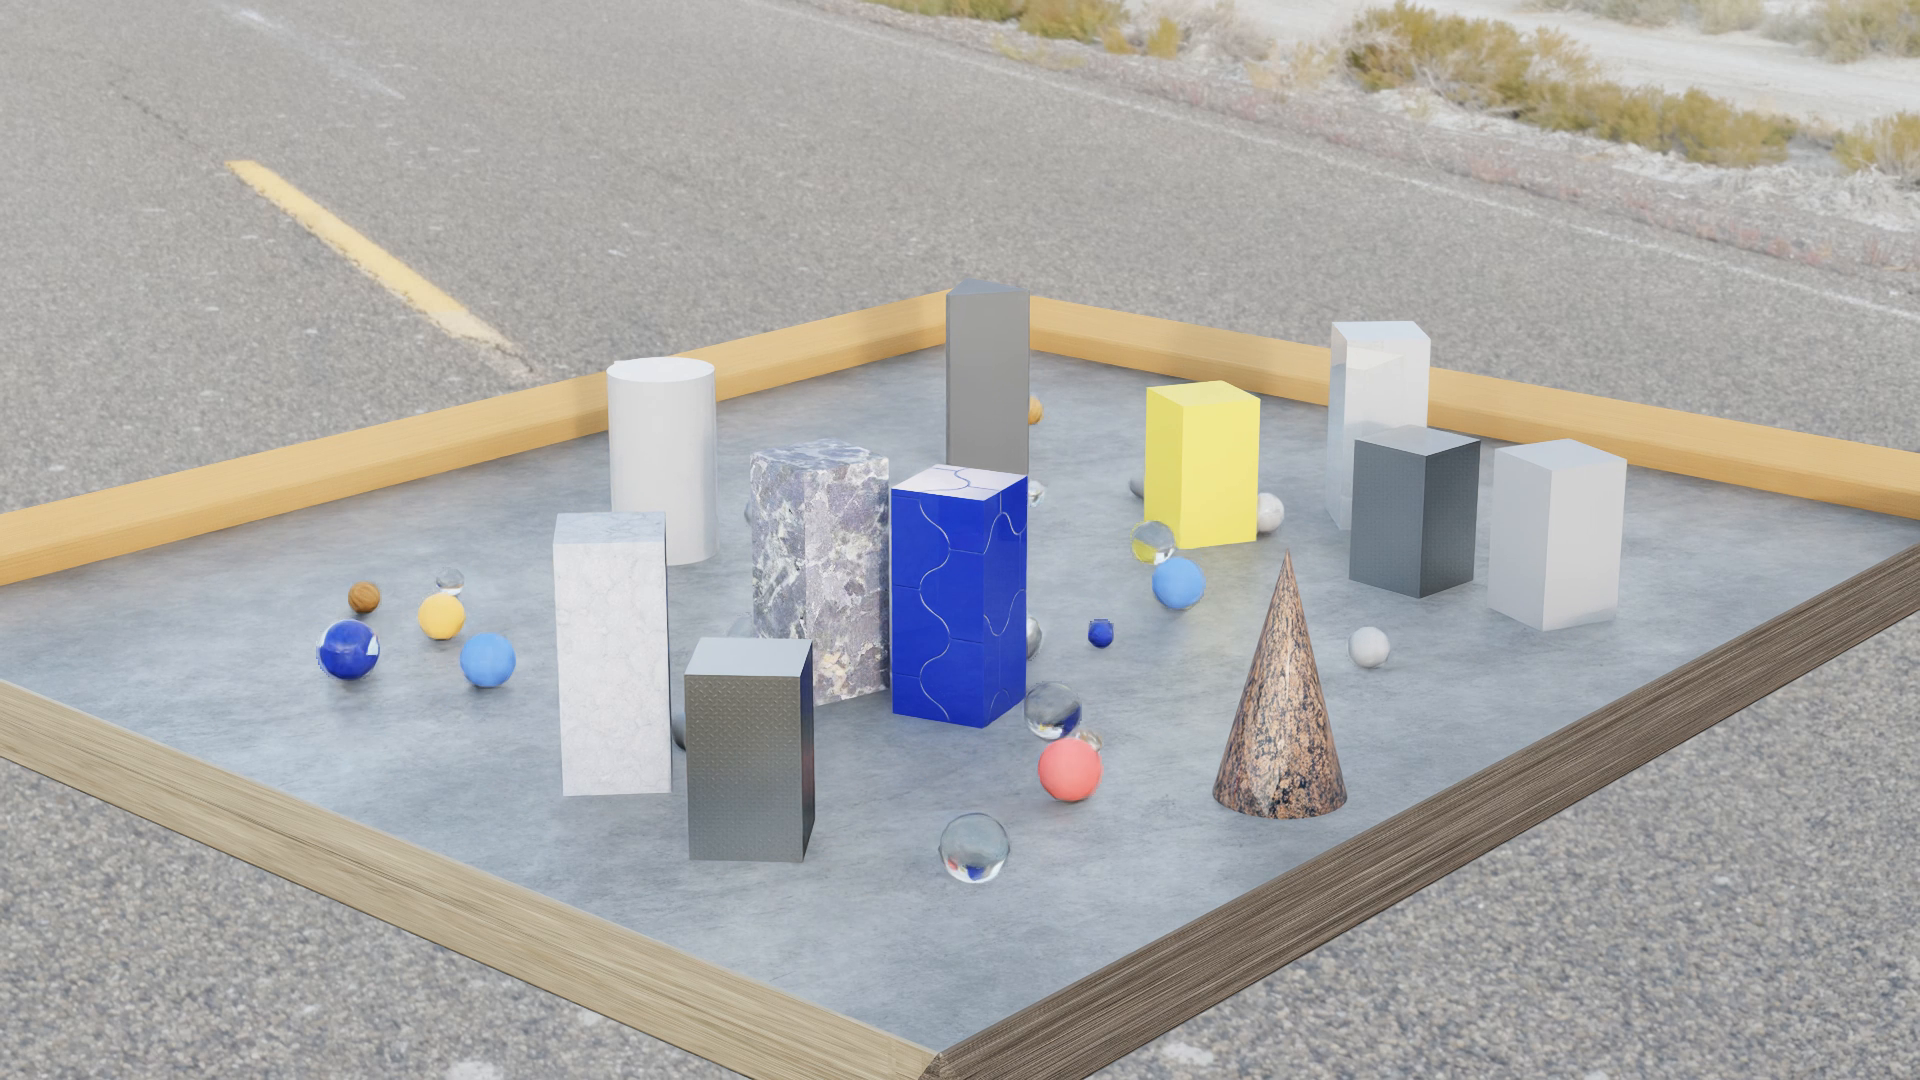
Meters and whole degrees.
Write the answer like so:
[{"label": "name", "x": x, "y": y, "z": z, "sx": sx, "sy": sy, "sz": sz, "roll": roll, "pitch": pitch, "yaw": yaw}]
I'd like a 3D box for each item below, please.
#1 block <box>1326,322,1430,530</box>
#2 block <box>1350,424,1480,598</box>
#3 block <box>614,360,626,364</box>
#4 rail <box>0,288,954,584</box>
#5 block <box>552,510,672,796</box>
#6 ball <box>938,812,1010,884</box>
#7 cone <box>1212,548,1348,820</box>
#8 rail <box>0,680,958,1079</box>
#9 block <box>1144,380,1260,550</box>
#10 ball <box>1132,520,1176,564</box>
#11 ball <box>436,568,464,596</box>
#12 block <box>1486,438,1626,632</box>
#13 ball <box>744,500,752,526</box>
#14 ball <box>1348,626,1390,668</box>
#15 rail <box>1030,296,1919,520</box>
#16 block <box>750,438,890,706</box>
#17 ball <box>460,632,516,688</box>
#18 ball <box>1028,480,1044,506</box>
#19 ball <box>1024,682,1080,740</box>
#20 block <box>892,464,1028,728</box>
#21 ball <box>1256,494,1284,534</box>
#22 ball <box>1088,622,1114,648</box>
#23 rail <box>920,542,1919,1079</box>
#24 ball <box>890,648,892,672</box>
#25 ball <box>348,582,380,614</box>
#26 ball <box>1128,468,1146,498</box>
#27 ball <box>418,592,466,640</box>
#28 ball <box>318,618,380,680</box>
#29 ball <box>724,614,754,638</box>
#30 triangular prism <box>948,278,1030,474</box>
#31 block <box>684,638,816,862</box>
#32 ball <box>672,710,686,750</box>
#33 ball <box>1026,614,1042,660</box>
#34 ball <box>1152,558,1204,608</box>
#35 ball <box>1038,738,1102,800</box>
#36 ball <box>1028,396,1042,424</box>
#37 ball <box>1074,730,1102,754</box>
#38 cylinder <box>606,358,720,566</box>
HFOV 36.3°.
[{"label": "block", "x": 0.787, "y": -0.217, "z": 5.537, "sx": 0.156, "sy": 0.364, "sz": 0.156, "roll": -1, "pitch": 17, "yaw": -3}, {"label": "block", "x": 0.802, "y": -0.053, "z": 5.176, "sx": 0.156, "sy": 0.258, "sz": 0.156, "roll": -15, "pitch": 23, "yaw": -42}, {"label": "block", "x": -0.591, "y": -0.212, "z": 5.720, "sx": 0.156, "sy": 0.249, "sz": 0.156, "roll": -2, "pitch": 17, "yaw": -7}, {"label": "rail", "x": -0.972, "y": -0.212, "z": 5.928, "sx": 0.045, "sy": 0.127, "sz": 3.085, "roll": 14, "pitch": 22, "yaw": 39}, {"label": "block", "x": -0.501, "y": 0.163, "z": 4.251, "sx": 0.156, "sy": 0.379, "sz": 0.156, "roll": -1, "pitch": 17, "yaw": -5}, {"label": "ball", "x": 0.019, "y": 0.412, "z": 3.919, "sx": 0.095, "sy": 0.095, "sz": 0.095, "roll": 0, "pitch": 17, "yaw": 0}, {"label": "cone", "x": 0.461, "y": 0.187, "z": 4.180, "sx": 0.195, "sy": 0.374, "sz": 0.195, "roll": 0, "pitch": 17, "yaw": 0}, {"label": "rail", "x": -0.996, "y": 0.363, "z": 4.022, "sx": 2.621, "sy": 0.127, "sz": 0.045, "roll": 14, "pitch": 22, "yaw": 39}, {"label": "block", "x": 0.448, "y": -0.141, "z": 5.447, "sx": 0.156, "sy": 0.271, "sz": 0.156, "roll": -7, "pitch": 18, "yaw": -21}, {"label": "ball", "x": 0.349, "y": 0.005, "z": 5.294, "sx": 0.080, "sy": 0.080, "sz": 0.080, "roll": 0, "pitch": 17, "yaw": 0}, {"label": "ball", "x": -0.890, "y": 0.073, "z": 5.121, "sx": 0.049, "sy": 0.049, "sz": 0.049, "roll": 0, "pitch": 17, "yaw": 0}, {"label": "block", "x": 1.015, "y": -0.010, "z": 4.995, "sx": 0.156, "sy": 0.282, "sz": 0.156, "roll": -8, "pitch": 19, "yaw": -25}, {"label": "ball", "x": -0.369, "y": -0.053, "z": 5.501, "sx": 0.071, "sy": 0.071, "sz": 0.071, "roll": 0, "pitch": 17, "yaw": 0}, {"label": "ball", "x": 0.663, "y": 0.174, "z": 4.755, "sx": 0.068, "sy": 0.068, "sz": 0.068, "roll": 0, "pitch": 17, "yaw": 0}, {"label": "rail", "x": 0.996, "y": -0.300, "z": 6.218, "sx": 2.621, "sy": 0.127, "sz": 0.045, "roll": 14, "pitch": 22, "yaw": 39}, {"label": "block", "x": -0.220, "y": 0.049, "z": 4.627, "sx": 0.156, "sy": 0.380, "sz": 0.156, "roll": -12, "pitch": 20, "yaw": -34}, {"label": "ball", "x": -0.750, "y": 0.190, "z": 4.664, "sx": 0.088, "sy": 0.088, "sz": 0.088, "roll": 0, "pitch": 17, "yaw": 0}, {"label": "ball", "x": 0.138, "y": -0.090, "z": 5.659, "sx": 0.051, "sy": 0.051, "sz": 0.051, "roll": 0, "pitch": 17, "yaw": 0}, {"label": "ball", "x": 0.139, "y": 0.259, "z": 4.440, "sx": 0.086, "sy": 0.086, "sz": 0.086, "roll": 0, "pitch": 17, "yaw": 0}, {"label": "block", "x": 0.000, "y": 0.085, "z": 4.537, "sx": 0.156, "sy": 0.363, "sz": 0.156, "roll": 8, "pitch": 19, "yaw": 25}, {"label": "ball", "x": 0.569, "y": -0.050, "z": 5.483, "sx": 0.075, "sy": 0.075, "sz": 0.075, "roll": 0, "pitch": 17, "yaw": 0}, {"label": "ball", "x": 0.233, "y": 0.157, "z": 4.852, "sx": 0.045, "sy": 0.045, "sz": 0.045, "roll": 0, "pitch": 17, "yaw": 0}, {"label": "rail", "x": 0.972, "y": 0.275, "z": 4.312, "sx": 0.045, "sy": 0.127, "sz": 3.085, "roll": 14, "pitch": 22, "yaw": 39}, {"label": "ball", "x": -0.077, "y": 0.192, "z": 4.683, "sx": 0.075, "sy": 0.075, "sz": 0.075, "roll": 0, "pitch": 17, "yaw": 0}, {"label": "ball", "x": -1.022, "y": 0.098, "z": 5.026, "sx": 0.056, "sy": 0.056, "sz": 0.056, "roll": 0, "pitch": 17, "yaw": 0}, {"label": "ball", "x": 0.358, "y": -0.112, "z": 5.719, "sx": 0.058, "sy": 0.058, "sz": 0.058, "roll": 0, "pitch": 17, "yaw": 0}, {"label": "ball", "x": -0.864, "y": 0.127, "z": 4.890, "sx": 0.078, "sy": 0.078, "sz": 0.078, "roll": 0, "pitch": 17, "yaw": 0}, {"label": "ball", "x": -0.979, "y": 0.175, "z": 4.698, "sx": 0.097, "sy": 0.097, "sz": 0.097, "roll": 0, "pitch": 17, "yaw": 0}, {"label": "ball", "x": -0.336, "y": 0.166, "z": 4.738, "sx": 0.092, "sy": 0.092, "sz": 0.092, "roll": 0, "pitch": 17, "yaw": 0}, {"label": "triangular prism", "x": 0.036, "y": -0.326, "z": 5.877, "sx": 0.169, "sy": 0.376, "sz": 0.146, "roll": -5, "pitch": 17, "yaw": -15}, {"label": "block", "x": -0.287, "y": 0.287, "z": 4.032, "sx": 0.156, "sy": 0.268, "sz": 0.156, "roll": 1, "pitch": 17, "yaw": 3}, {"label": "ball", "x": -0.399, "y": 0.284, "z": 4.391, "sx": 0.067, "sy": 0.067, "sz": 0.067, "roll": 0, "pitch": 17, "yaw": 0}, {"label": "ball", "x": 0.093, "y": 0.157, "z": 4.785, "sx": 0.082, "sy": 0.082, "sz": 0.082, "roll": 0, "pitch": 17, "yaw": 0}, {"label": "ball", "x": 0.375, "y": 0.074, "z": 5.048, "sx": 0.089, "sy": 0.089, "sz": 0.089, "roll": 0, "pitch": 17, "yaw": 0}, {"label": "ball", "x": 0.157, "y": 0.328, "z": 4.202, "sx": 0.091, "sy": 0.091, "sz": 0.091, "roll": 0, "pitch": 17, "yaw": 0}, {"label": "ball", "x": 0.146, "y": -0.276, "z": 6.258, "sx": 0.061, "sy": 0.061, "sz": 0.061, "roll": 0, "pitch": 17, "yaw": 0}, {"label": "ball", "x": 0.189, "y": 0.305, "z": 4.360, "sx": 0.044, "sy": 0.044, "sz": 0.044, "roll": 0, "pitch": 17, "yaw": 0}, {"label": "cylinder", "x": -0.539, "y": -0.145, "z": 5.337, "sx": 0.195, "sy": 0.341, "sz": 0.195, "roll": 0, "pitch": 17, "yaw": 0}]
